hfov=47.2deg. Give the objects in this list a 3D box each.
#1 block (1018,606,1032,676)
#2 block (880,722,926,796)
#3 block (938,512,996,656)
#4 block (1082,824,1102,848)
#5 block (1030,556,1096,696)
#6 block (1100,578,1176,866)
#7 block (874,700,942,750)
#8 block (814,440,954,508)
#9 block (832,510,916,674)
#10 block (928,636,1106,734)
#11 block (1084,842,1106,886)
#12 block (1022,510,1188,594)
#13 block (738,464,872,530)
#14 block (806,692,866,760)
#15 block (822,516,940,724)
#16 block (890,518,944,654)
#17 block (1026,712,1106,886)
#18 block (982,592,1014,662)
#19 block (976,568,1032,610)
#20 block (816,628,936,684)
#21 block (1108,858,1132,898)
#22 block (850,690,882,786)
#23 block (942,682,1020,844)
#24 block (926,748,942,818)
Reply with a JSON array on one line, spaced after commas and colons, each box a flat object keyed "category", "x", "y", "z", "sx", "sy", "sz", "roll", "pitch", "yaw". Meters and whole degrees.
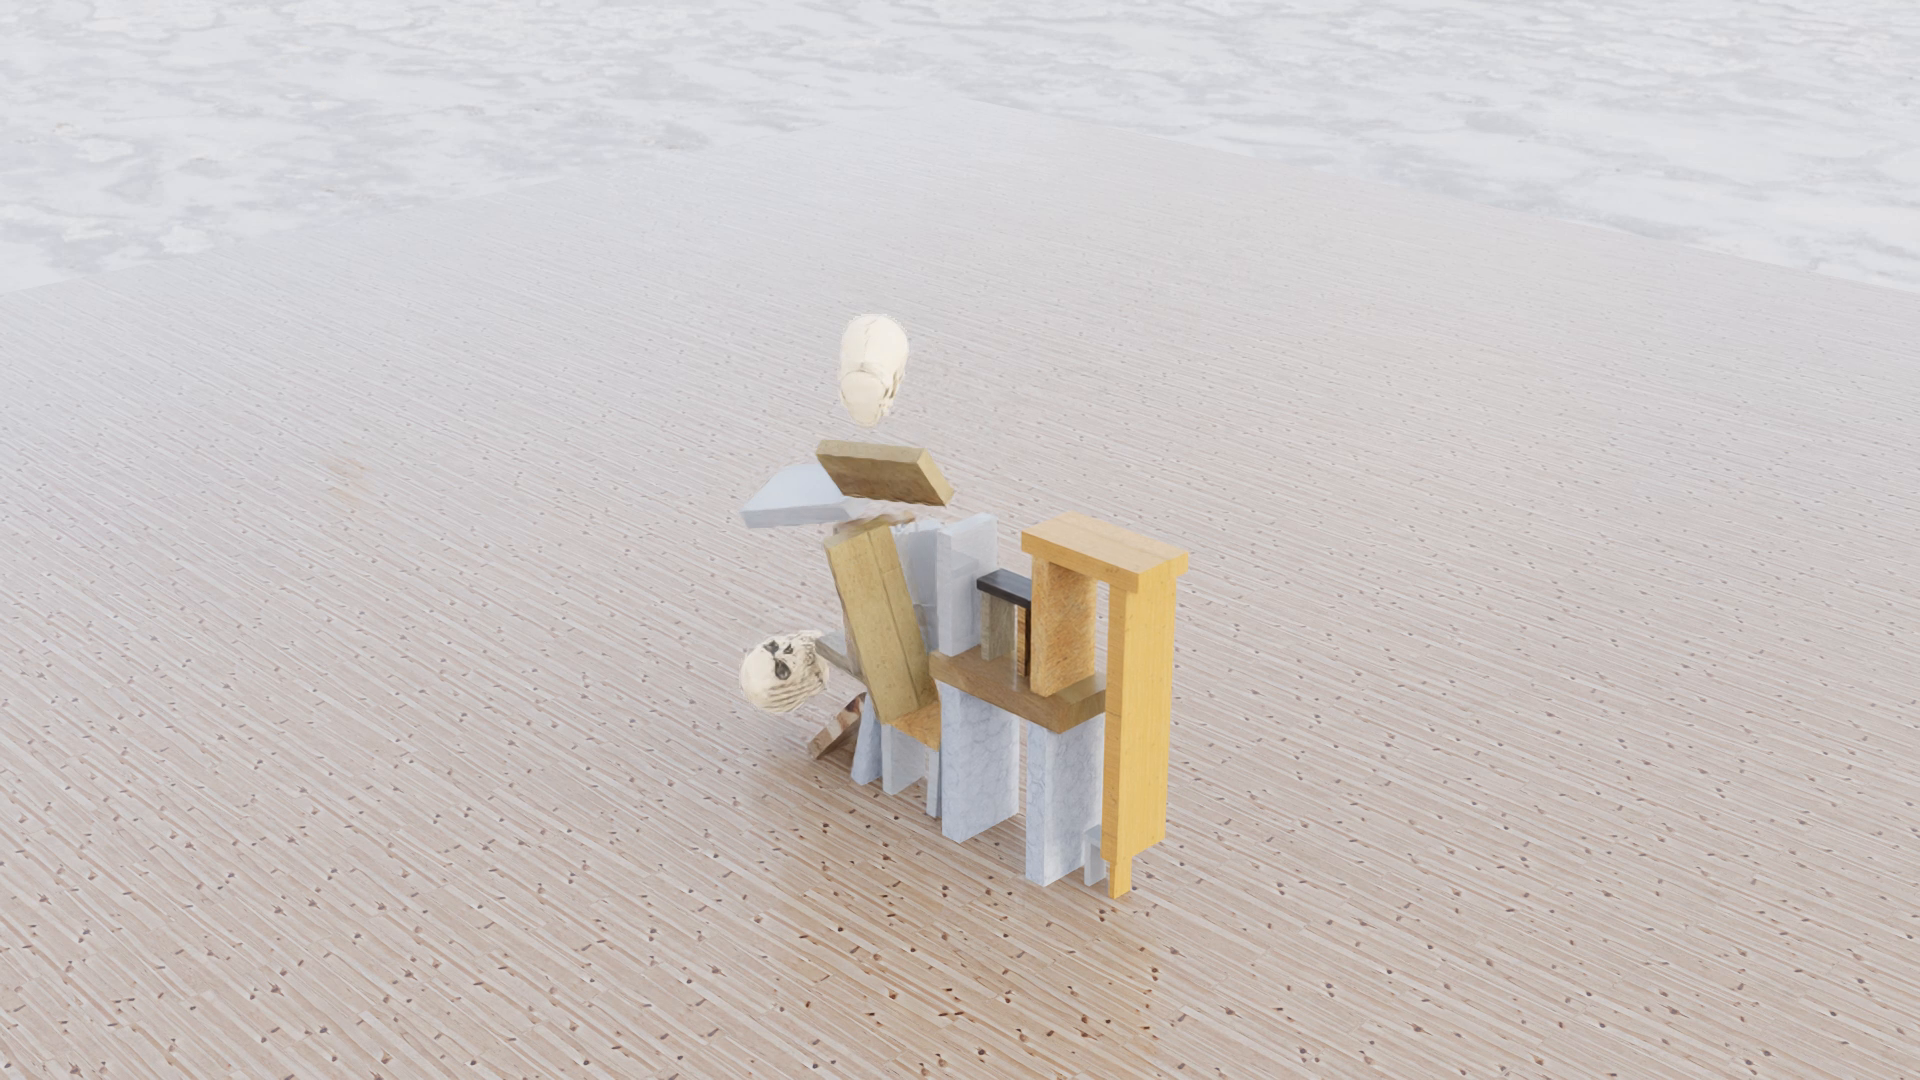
[{"category": "block", "x": 0.140, "y": 0.180, "z": 4.153, "sx": 0.020, "sy": 0.142, "sz": 0.071, "roll": 21, "pitch": 31, "yaw": 40}, {"category": "block", "x": -0.115, "y": 0.423, "z": 4.500, "sx": 0.096, "sy": 0.192, "sz": 0.027, "roll": -30, "pitch": 45, "yaw": -35}, {"category": "block", "x": 0.014, "y": 0.086, "z": 4.233, "sx": 0.036, "sy": 0.254, "sz": 0.127, "roll": 21, "pitch": 31, "yaw": 39}, {"category": "block", "x": 0.281, "y": 0.569, "z": 4.160, "sx": 0.047, "sy": 0.013, "sz": 0.095, "roll": -21, "pitch": 32, "yaw": -40}, {"category": "block", "x": 0.193, "y": 0.139, "z": 4.079, "sx": 0.039, "sy": 0.276, "sz": 0.138, "roll": 21, "pitch": 30, "yaw": 40}, {"category": "block", "x": 0.325, "y": 0.321, "z": 4.013, "sx": 0.138, "sy": 0.559, "sz": 0.039, "roll": -21, "pitch": 31, "yaw": -40}, {"category": "block", "x": -0.074, "y": 0.353, "z": 4.391, "sx": 0.096, "sy": 0.027, "sz": 0.192, "roll": -29, "pitch": 37, "yaw": -33}, {"category": "block", "x": -0.144, "y": -0.127, "z": 4.165, "sx": 0.254, "sy": 0.127, "sz": 0.036, "roll": 7, "pitch": 55, "yaw": 38}, {"category": "block", "x": -0.156, "y": 0.104, "z": 4.375, "sx": 0.157, "sy": 0.314, "sz": 0.044, "roll": -11, "pitch": 26, "yaw": -14}, {"category": "block", "x": 0.121, "y": 0.264, "z": 4.200, "sx": 0.342, "sy": 0.048, "sz": 0.171, "roll": 21, "pitch": 31, "yaw": 40}, {"category": "block", "x": 0.259, "y": 0.610, "z": 4.202, "sx": 0.013, "sy": 0.095, "sz": 0.047, "roll": 21, "pitch": 31, "yaw": 41}, {"category": "block", "x": 0.259, "y": 0.020, "z": 3.956, "sx": 0.276, "sy": 0.039, "sz": 0.138, "roll": 21, "pitch": 31, "yaw": 40}, {"category": "block", "x": -0.290, "y": -0.095, "z": 4.448, "sx": 0.314, "sy": 0.044, "sz": 0.157, "roll": -4, "pitch": 35, "yaw": 44}, {"category": "block", "x": -0.215, "y": 0.374, "z": 4.617, "sx": 0.124, "sy": 0.247, "sz": 0.035, "roll": -21, "pitch": 74, "yaw": -40}, {"category": "block", "x": -0.151, "y": 0.159, "z": 4.279, "sx": 0.127, "sy": 0.425, "sz": 0.036, "roll": -23, "pitch": 32, "yaw": -13}, {"category": "block", "x": -0.105, "y": 0.121, "z": 4.343, "sx": 0.157, "sy": 0.314, "sz": 0.044, "roll": -10, "pitch": 27, "yaw": -14}, {"category": "block", "x": 0.203, "y": 0.475, "z": 4.203, "sx": 0.048, "sy": 0.342, "sz": 0.171, "roll": 21, "pitch": 31, "yaw": 41}, {"category": "block", "x": 0.073, "y": 0.154, "z": 4.215, "sx": 0.020, "sy": 0.142, "sz": 0.071, "roll": 21, "pitch": 31, "yaw": 41}, {"category": "block", "x": 0.106, "y": 0.093, "z": 4.152, "sx": 0.142, "sy": 0.020, "sz": 0.071, "roll": 21, "pitch": 31, "yaw": 40}, {"category": "block", "x": -0.174, "y": 0.243, "z": 4.502, "sx": 0.124, "sy": 0.035, "sz": 0.247, "roll": -18, "pitch": 30, "yaw": -34}, {"category": "block", "x": 0.303, "y": 0.628, "z": 4.161, "sx": 0.013, "sy": 0.095, "sz": 0.047, "roll": 21, "pitch": 31, "yaw": 41}, {"category": "block", "x": -0.151, "y": 0.383, "z": 4.537, "sx": 0.124, "sy": 0.248, "sz": 0.035, "roll": -22, "pitch": 47, "yaw": -39}, {"category": "block", "x": 0.042, "y": 0.412, "z": 4.351, "sx": 0.048, "sy": 0.342, "sz": 0.171, "roll": 21, "pitch": 31, "yaw": 40}, {"category": "block", "x": -0.021, "y": 0.457, "z": 4.434, "sx": 0.027, "sy": 0.192, "sz": 0.096, "roll": 26, "pitch": 34, "yaw": 38}]
